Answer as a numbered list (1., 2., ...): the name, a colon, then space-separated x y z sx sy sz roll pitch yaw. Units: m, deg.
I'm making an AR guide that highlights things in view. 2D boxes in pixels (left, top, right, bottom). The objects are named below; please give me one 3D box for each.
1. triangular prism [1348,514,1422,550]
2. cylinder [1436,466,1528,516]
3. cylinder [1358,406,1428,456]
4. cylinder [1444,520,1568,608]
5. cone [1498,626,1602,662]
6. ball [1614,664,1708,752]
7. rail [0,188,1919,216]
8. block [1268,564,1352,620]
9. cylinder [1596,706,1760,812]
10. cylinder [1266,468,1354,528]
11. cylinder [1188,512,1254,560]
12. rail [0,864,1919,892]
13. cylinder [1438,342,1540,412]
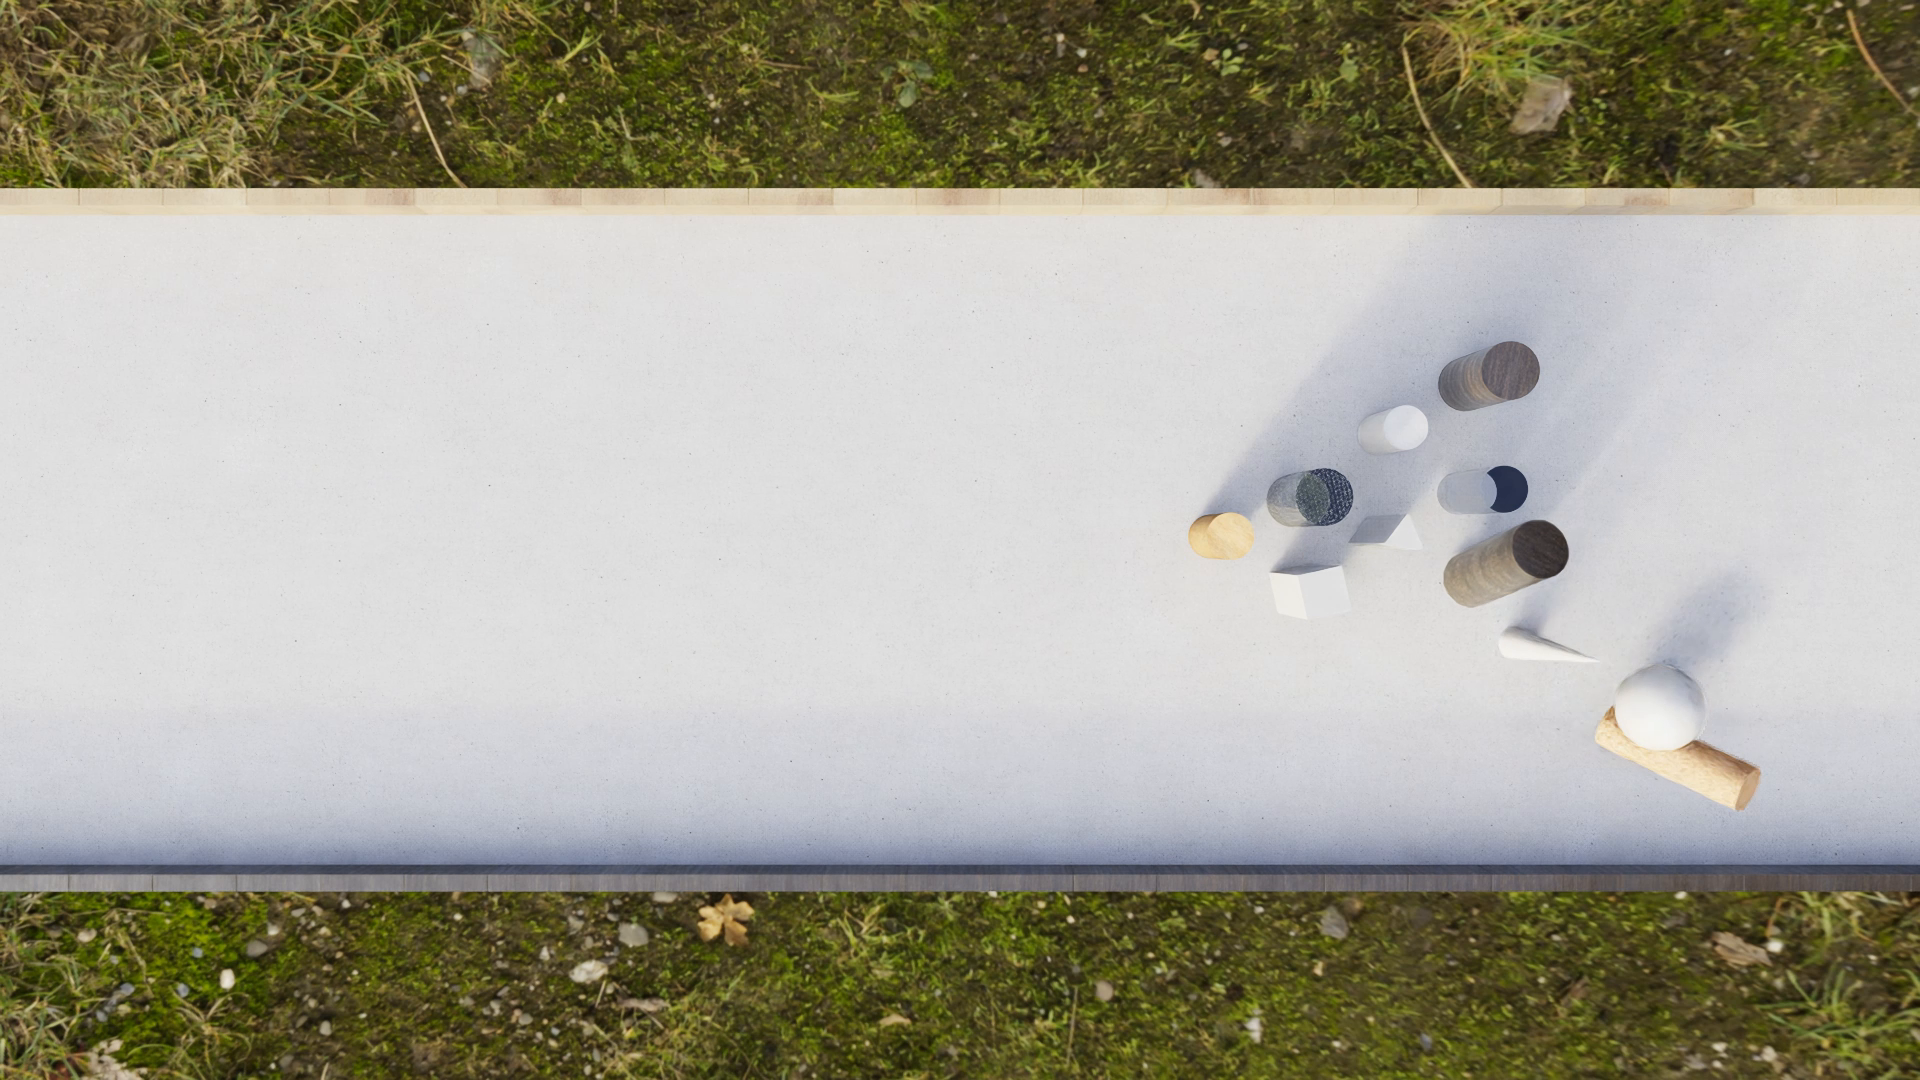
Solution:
1. triangular prism: 1.252 -0.027 4.853 0.106 0.446 0.092 8 90 0
2. cylinder: 1.535 -0.143 4.863 0.134 0.428 0.134 0 90 0
3. cylinder: 1.288 -0.325 4.920 0.129 0.313 0.129 0 90 0
4. cylinder: 1.593 0.074 4.836 0.170 0.452 0.170 2 77 -8
5. cone: 1.756 0.329 4.849 0.102 0.445 0.102 -1 94 -15
6. ball: 2.027 0.486 4.775 0.249 0.249 0.249 0 90 0
7. rail: -2.247 -1.025 5.002 12.000 0.150 0.050 0 90 0
8. block: 1.026 0.148 4.859 0.128 0.435 0.128 -13 90 0
9. cylinder: 2.119 0.641 4.880 0.437 0.137 0.137 28 90 41
10. cylinder: 1.025 -0.121 4.857 0.164 0.440 0.164 0 90 0
11. cylinder: 0.770 -0.011 4.885 0.136 0.383 0.136 0 90 0
12. rail: -2.247 1.025 5.001 12.000 0.150 0.050 0 90 0
13. cylinder: 1.555 -0.479 4.866 0.166 0.420 0.166 0 90 0
